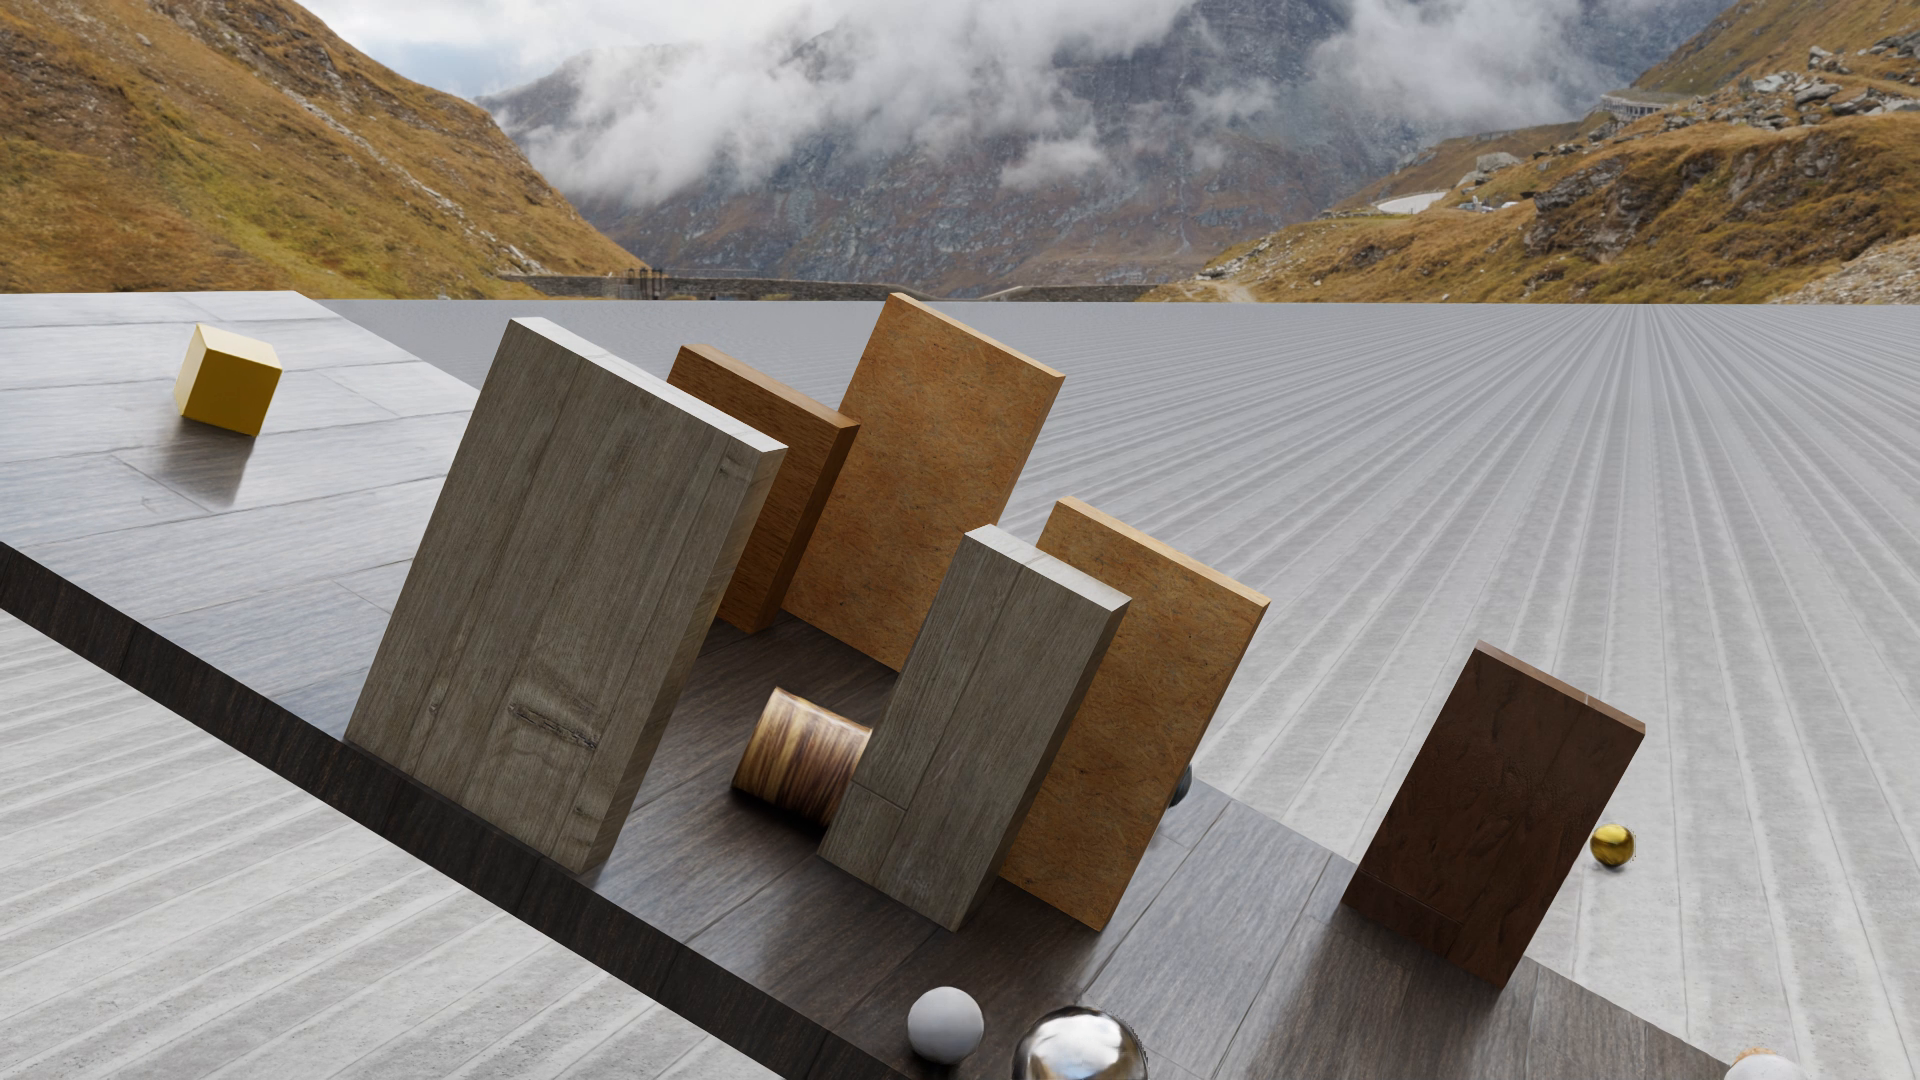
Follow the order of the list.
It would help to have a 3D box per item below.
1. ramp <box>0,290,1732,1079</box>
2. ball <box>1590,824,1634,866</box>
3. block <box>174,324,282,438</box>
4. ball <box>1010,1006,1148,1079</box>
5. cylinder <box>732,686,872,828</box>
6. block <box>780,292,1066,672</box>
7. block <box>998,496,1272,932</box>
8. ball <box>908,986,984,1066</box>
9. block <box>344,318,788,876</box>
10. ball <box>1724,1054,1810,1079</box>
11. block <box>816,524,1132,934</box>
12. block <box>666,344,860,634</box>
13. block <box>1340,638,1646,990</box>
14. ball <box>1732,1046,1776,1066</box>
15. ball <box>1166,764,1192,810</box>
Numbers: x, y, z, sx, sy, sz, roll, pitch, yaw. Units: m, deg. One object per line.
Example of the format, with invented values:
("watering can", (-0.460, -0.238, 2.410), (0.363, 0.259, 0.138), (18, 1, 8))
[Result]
("ramp", (-0.260, 0.443, 4.168), (4.000, 0.100, 2.000), (28, 14, 12))
("ball", (2.043, 0.955, 6.889), (0.135, 0.135, 0.135), (0, 7, 0))
("block", (-1.468, -0.321, 4.406), (0.151, 0.151, 0.151), (16, 16, -32))
("ball", (0.168, 0.756, 3.102), (0.193, 0.193, 0.193), (0, 7, 0))
("cylinder", (-0.271, 0.376, 3.791), (0.186, 0.186, 0.186), (25, 7, -1))
("block", (-0.111, -0.115, 4.759), (0.407, 0.731, 0.083), (28, 14, 12))
("block", (0.222, 0.307, 3.903), (0.401, 0.657, 0.094), (28, 14, 12))
("ball", (-0.021, 0.699, 3.164), (0.111, 0.111, 0.111), (0, 7, 0))
("block", (-0.589, 0.082, 3.246), (0.431, 0.698, 0.098), (28, 14, 12))
("ball", (1.587, 1.100, 4.317), (0.180, 0.180, 0.180), (0, 7, 0))
("block", (0.022, 0.310, 3.648), (0.270, 0.606, 0.149), (28, 14, 12))
("block", (-0.489, -0.111, 4.622), (0.386, 0.480, 0.126), (28, 14, 12))
("block", (1.101, 0.567, 4.560), (0.374, 0.611, 0.117), (28, 14, 12))
("ball", (1.795, 1.198, 4.938), (0.117, 0.117, 0.117), (0, 7, 0))
("ball", (0.414, 0.494, 4.625), (0.150, 0.150, 0.150), (0, 7, 0))
